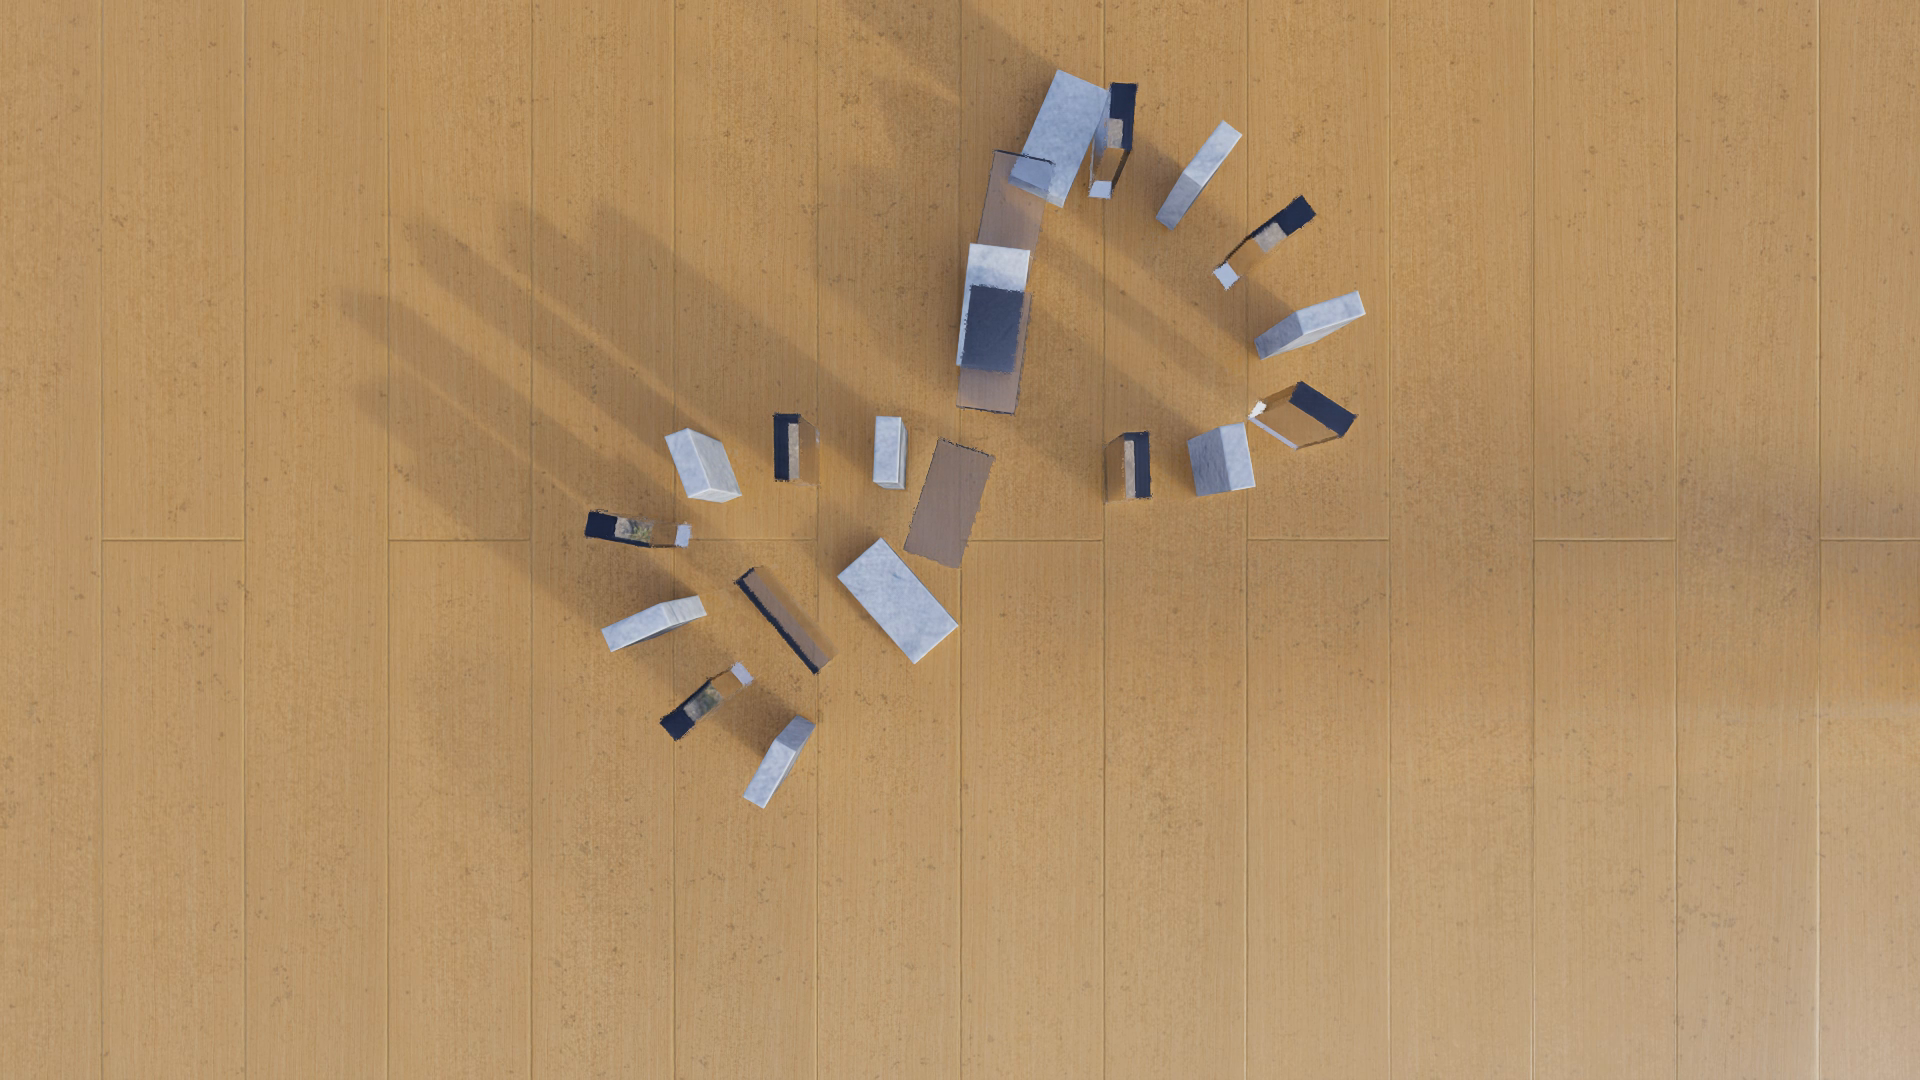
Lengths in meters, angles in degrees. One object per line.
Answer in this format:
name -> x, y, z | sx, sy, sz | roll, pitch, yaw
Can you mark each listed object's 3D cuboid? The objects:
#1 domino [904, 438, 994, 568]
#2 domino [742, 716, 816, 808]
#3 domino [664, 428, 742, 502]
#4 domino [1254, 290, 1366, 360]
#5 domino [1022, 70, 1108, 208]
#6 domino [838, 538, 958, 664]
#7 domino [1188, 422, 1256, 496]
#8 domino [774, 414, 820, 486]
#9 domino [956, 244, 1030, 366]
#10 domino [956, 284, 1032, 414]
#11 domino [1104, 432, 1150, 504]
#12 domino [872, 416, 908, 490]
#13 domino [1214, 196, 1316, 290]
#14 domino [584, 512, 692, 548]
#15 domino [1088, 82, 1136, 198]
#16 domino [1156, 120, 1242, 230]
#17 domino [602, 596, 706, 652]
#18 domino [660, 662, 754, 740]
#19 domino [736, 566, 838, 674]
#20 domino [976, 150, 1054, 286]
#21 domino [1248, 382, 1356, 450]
domino -> -0.005, -0.016, 0.395 | 0.025, 0.010, 0.050 | 18, 90, 0
domino -> -0.073, 0.089, 0.375 | 0.009, 0.050, 0.025 | 29, 90, 0
domino -> -0.104, -0.030, 0.375 | 0.010, 0.050, 0.025 | -21, 90, 0
domino -> 0.142, -0.087, 0.375 | 0.025, 0.050, 0.009 | -19, 90, 0
domino -> 0.043, -0.173, 0.395 | 0.025, 0.009, 0.050 | 23, 90, 0
domino -> -0.027, 0.026, 0.395 | 0.025, 0.009, 0.050 | -41, 90, 0
domino -> 0.106, -0.032, 0.375 | 0.009, 0.050, 0.025 | -10, 90, 0
domino -> -0.066, -0.036, 0.375 | 0.009, 0.050, 0.025 | -1, 90, 0
domino -> 0.014, -0.098, 0.389 | 0.025, 0.009, 0.050 | 7, 105, 0
domino -> 0.014, -0.080, 0.384 | 0.025, 0.009, 0.050 | 8, 105, 0
domino -> 0.068, -0.029, 0.375 | 0.009, 0.050, 0.025 | -2, 90, 0
domino -> -0.028, -0.035, 0.375 | 0.009, 0.050, 0.025 | 3, 90, 0
domino -> 0.124, -0.121, 0.375 | 0.025, 0.050, 0.010 | -37, 90, 0
domino -> -0.130, -0.004, 0.375 | 0.025, 0.050, 0.009 | 11, 90, 0
domino -> 0.062, -0.162, 0.375 | 0.009, 0.050, 0.025 | 4, 90, 0
domino -> 0.096, -0.148, 0.375 | 0.010, 0.050, 0.025 | 37, 90, 0
domino -> -0.124, 0.033, 0.375 | 0.025, 0.050, 0.010 | -24, 90, 0
domino -> -0.102, 0.065, 0.375 | 0.025, 0.050, 0.010 | -41, 90, 0
domino -> -0.073, 0.033, 0.388 | 0.009, 0.025, 0.050 | -40, 90, 0
domino -> 0.022, -0.136, 0.389 | 0.025, 0.010, 0.050 | 12, 104, 0
domino -> 0.139, -0.050, 0.375 | 0.025, 0.050, 0.009 | 33, 90, 0
